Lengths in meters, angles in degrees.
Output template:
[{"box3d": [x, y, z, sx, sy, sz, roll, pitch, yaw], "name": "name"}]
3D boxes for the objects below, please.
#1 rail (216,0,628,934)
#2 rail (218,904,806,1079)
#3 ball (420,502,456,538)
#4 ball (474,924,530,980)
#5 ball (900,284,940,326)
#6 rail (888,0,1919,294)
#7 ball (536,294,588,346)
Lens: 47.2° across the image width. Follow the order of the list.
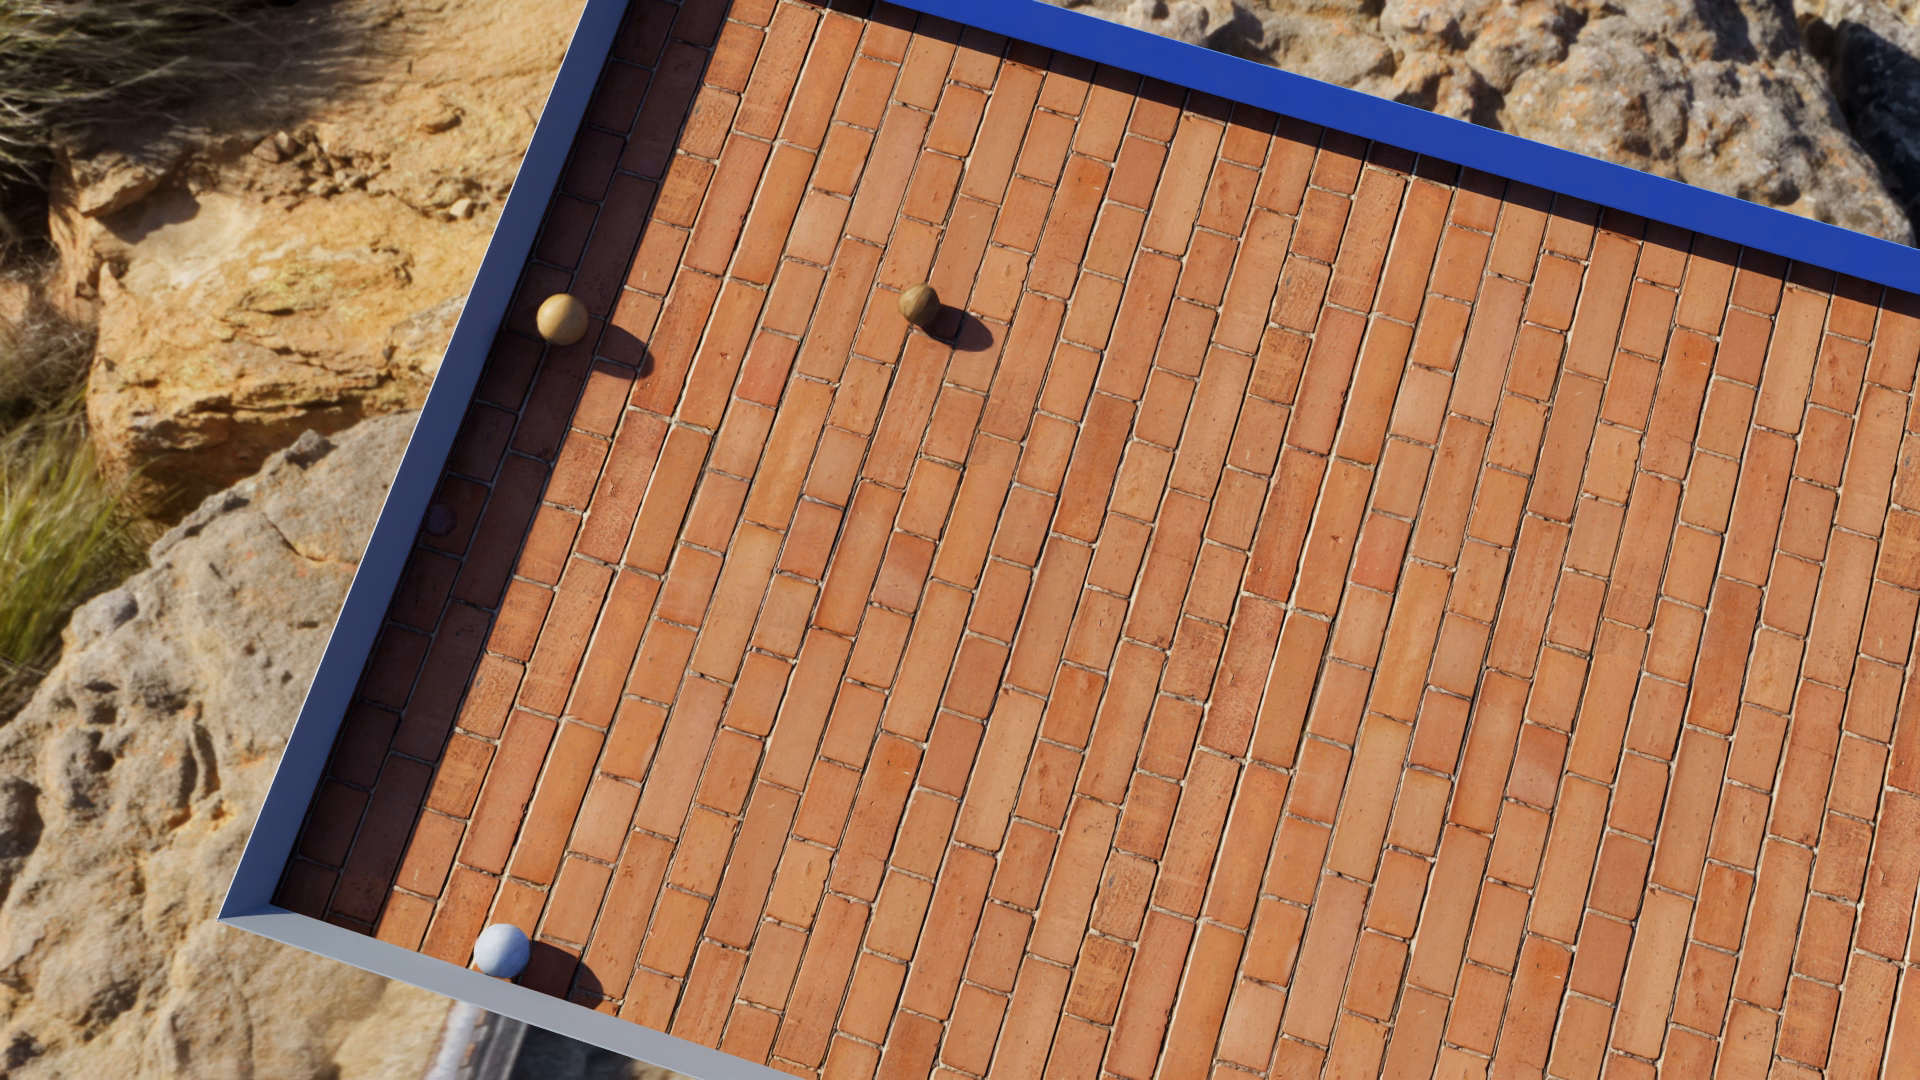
[{"box3d": [-0.775, -0.241, 3.409, 0.045, 0.105, 1.753, 17, 75, 5], "name": "rail"}, {"box3d": [0.541, 1.020, 3.054, 3.345, 0.105, 0.045, 17, 75, 5], "name": "rail"}, {"box3d": [-0.800, -0.032, 3.377, 0.054, 0.054, 0.054, 0, 74, 0], "name": "ball"}, {"box3d": [-0.663, 0.596, 3.187, 0.080, 0.080, 0.080, 0, 74, 0], "name": "ball"}, {"box3d": [-0.063, -0.371, 3.467, 0.065, 0.065, 0.065, 0, 74, 0], "name": "ball"}, {"box3d": [1.054, -0.546, 3.494, 3.345, 0.105, 0.045, 17, 75, 5], "name": "rail"}, {"box3d": [-0.625, -0.345, 3.451, 0.081, 0.081, 0.081, 0, 74, 0], "name": "ball"}]
